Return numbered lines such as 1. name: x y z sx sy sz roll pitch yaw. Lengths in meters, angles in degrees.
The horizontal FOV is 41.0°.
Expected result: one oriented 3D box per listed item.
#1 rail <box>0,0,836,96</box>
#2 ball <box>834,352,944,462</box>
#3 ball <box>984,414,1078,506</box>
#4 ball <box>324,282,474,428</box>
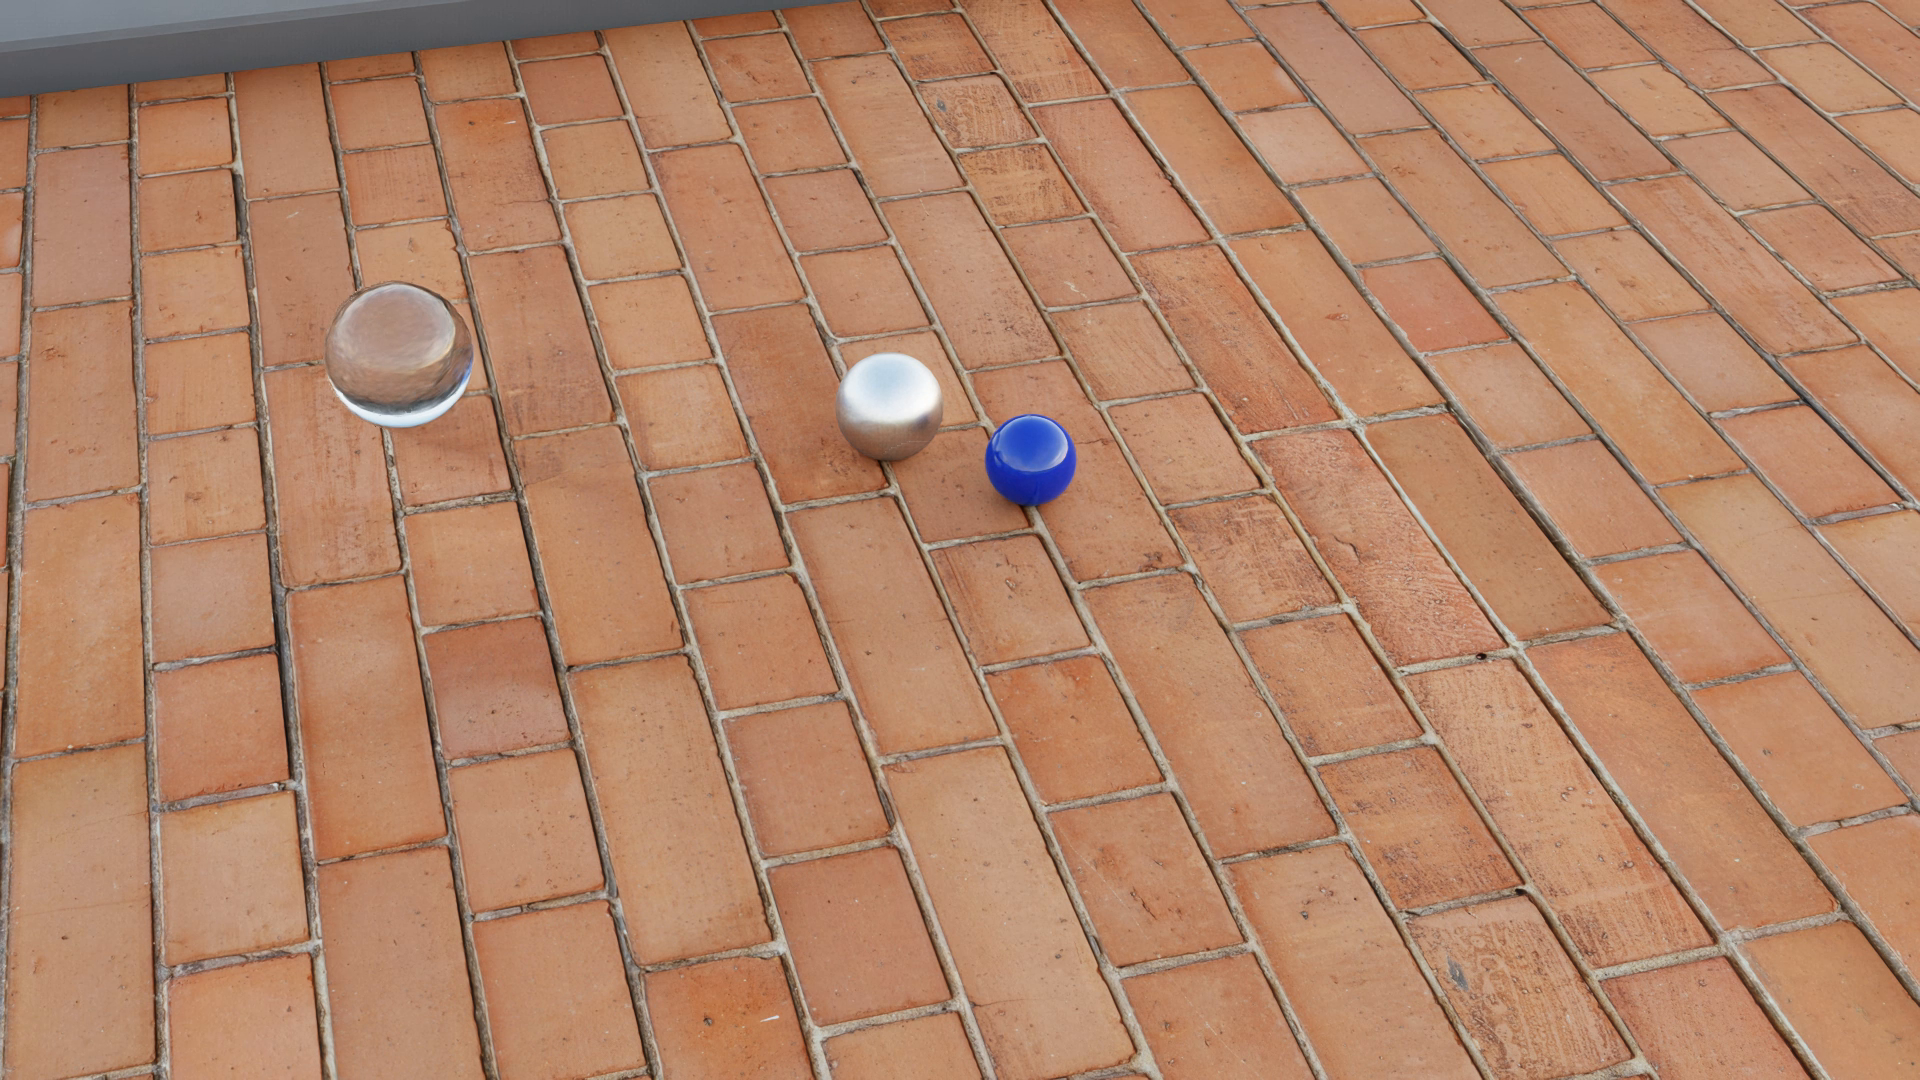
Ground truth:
1. rail: 0.523 -0.606 2.312 3.059 0.123 0.045 -9 37 -12
2. ball: -0.045 -0.086 1.646 0.070 0.070 0.070 0 36 0
3. ball: 0.044 -0.050 1.607 0.058 0.058 0.058 0 36 0
4. ball: -0.365 -0.120 1.672 0.095 0.095 0.095 0 36 0
